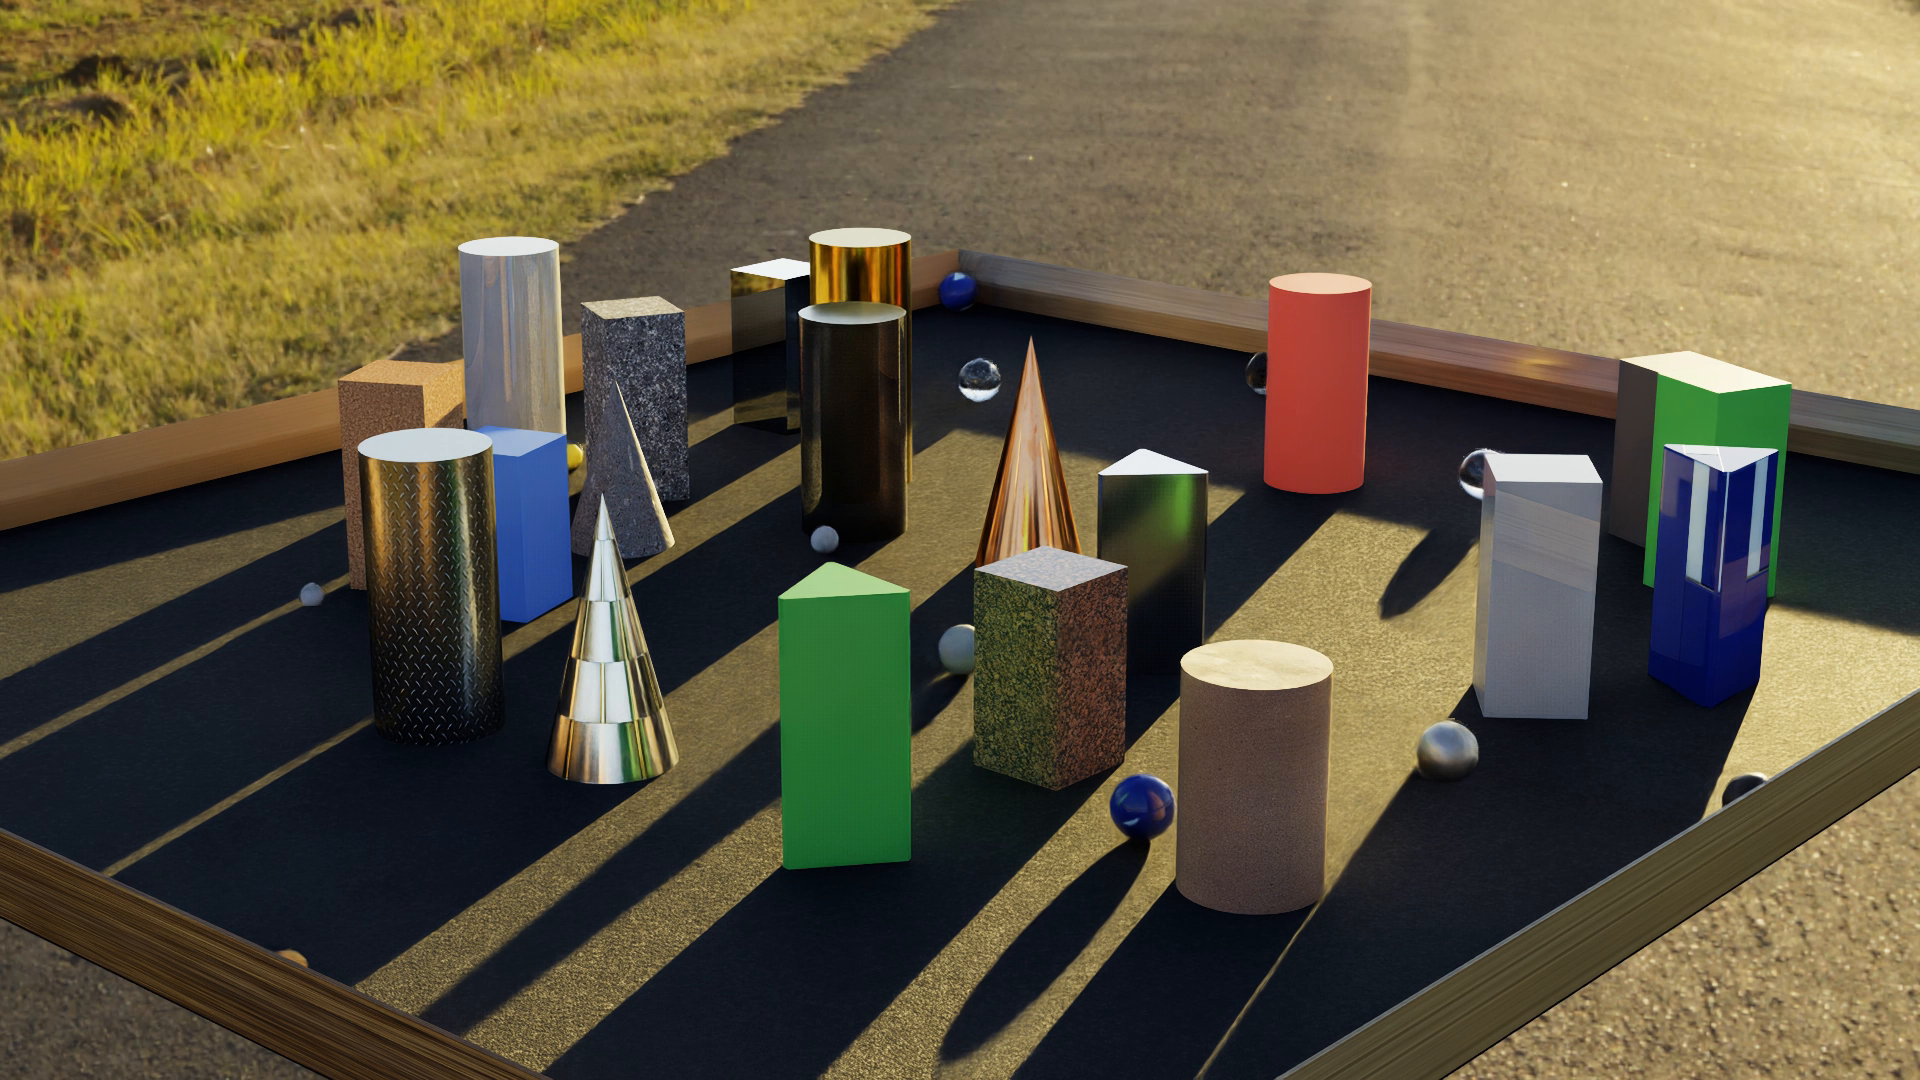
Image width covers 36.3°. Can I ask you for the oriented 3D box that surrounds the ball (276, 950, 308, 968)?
[{"bbox_3d":[-0.828,0.529,3.612,0.050,0.050,0.050,0,17,0],"label":"ball"}]

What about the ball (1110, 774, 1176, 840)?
[{"bbox_3d":[0.254,0.371,4.065,0.092,0.092,0.092,0,17,0],"label":"ball"}]

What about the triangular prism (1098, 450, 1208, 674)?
[{"bbox_3d":[0.302,0.034,4.757,0.172,0.337,0.149,-1,17,-4],"label":"triangular prism"}]

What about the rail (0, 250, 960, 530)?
[{"bbox_3d":[-1.206,-0.270,6.122,0.045,0.129,3.720,14,22,39],"label":"rail"}]

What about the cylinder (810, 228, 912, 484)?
[{"bbox_3d":[-0.195,-0.356,5.786,0.199,0.490,0.199,0,17,0],"label":"cylinder"}]

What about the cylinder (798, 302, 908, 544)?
[{"bbox_3d":[-0.198,-0.221,5.470,0.199,0.415,0.199,0,17,0],"label":"cylinder"}]

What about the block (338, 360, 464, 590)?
[{"bbox_3d":[-0.978,-0.112,5.171,0.159,0.378,0.159,4,17,14],"label":"block"}]

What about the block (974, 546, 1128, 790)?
[{"bbox_3d":[0.133,0.186,4.312,0.159,0.303,0.159,14,22,39],"label":"block"}]

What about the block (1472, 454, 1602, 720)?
[{"bbox_3d":[0.895,0.071,4.561,0.159,0.380,0.159,1,17,3],"label":"block"}]

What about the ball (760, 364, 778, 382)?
[{"bbox_3d":[-0.432,-0.377,6.633,0.043,0.043,0.043,0,17,0],"label":"ball"}]

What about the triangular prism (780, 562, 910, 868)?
[{"bbox_3d":[-0.165,0.236,4.005,0.172,0.385,0.149,-3,17,-10],"label":"triangular prism"}]

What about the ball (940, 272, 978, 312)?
[{"bbox_3d":[-0.003,-0.623,7.353,0.098,0.098,0.098,0,17,0],"label":"ball"}]

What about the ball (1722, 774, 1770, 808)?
[{"bbox_3d":[1.107,0.366,4.099,0.081,0.081,0.081,0,17,0],"label":"ball"}]

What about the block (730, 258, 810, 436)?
[{"bbox_3d":[-0.372,-0.412,6.242,0.159,0.336,0.159,14,22,38],"label":"block"}]

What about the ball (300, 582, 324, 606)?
[{"bbox_3d":[-1.121,0.095,5.069,0.041,0.041,0.041,0,17,0],"label":"ball"}]

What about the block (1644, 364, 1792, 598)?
[{"bbox_3d":[1.318,-0.095,5.109,0.159,0.383,0.159,-8,19,-25],"label":"block"}]

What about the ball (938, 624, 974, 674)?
[{"bbox_3d":[0.005,0.177,4.727,0.081,0.081,0.081,0,17,0],"label":"ball"}]

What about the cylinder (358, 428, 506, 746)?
[{"bbox_3d":[-0.800,0.070,4.453,0.199,0.444,0.199,0,17,0],"label":"cylinder"}]

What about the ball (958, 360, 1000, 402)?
[{"bbox_3d":[0.043,-0.351,6.458,0.094,0.094,0.094,0,17,0],"label":"ball"}]

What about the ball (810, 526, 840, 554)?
[{"bbox_3d":[-0.247,0.001,5.362,0.052,0.052,0.052,0,17,0],"label":"ball"}]

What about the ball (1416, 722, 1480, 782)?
[{"bbox_3d":[0.712,0.309,4.273,0.090,0.090,0.090,0,17,0],"label":"ball"}]

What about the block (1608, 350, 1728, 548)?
[{"bbox_3d":[1.322,-0.162,5.416,0.159,0.334,0.159,-8,18,-24],"label":"block"}]

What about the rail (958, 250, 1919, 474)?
[{"bbox_3d":[1.204,-0.368,6.447,3.242,0.129,0.045,14,22,39],"label":"rail"}]

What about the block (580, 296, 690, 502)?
[{"bbox_3d":[-0.632,-0.270,5.708,0.159,0.372,0.159,-7,18,-23],"label":"block"}]

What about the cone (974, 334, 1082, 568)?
[{"bbox_3d":[0.126,-0.161,5.253,0.199,0.424,0.199,0,17,0],"label":"cone"}]

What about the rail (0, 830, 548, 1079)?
[{"bbox_3d":[-1.204,0.432,3.792,3.242,0.129,0.045,14,22,39],"label":"rail"}]

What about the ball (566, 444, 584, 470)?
[{"bbox_3d":[-0.788,-0.169,5.924,0.053,0.053,0.053,0,17,0],"label":"ball"}]

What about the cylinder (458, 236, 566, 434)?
[{"bbox_3d":[-0.902,-0.373,5.919,0.199,0.447,0.199,0,17,0],"label":"cylinder"}]

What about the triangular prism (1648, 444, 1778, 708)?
[{"bbox_3d":[1.169,0.047,4.636,0.149,0.383,0.172,14,22,38],"label":"triangular prism"}]

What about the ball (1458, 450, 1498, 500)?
[{"bbox_3d":[1.021,-0.127,5.704,0.099,0.099,0.099,0,17,0],"label":"ball"}]

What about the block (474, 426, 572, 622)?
[{"bbox_3d":[-0.781,-0.029,5.043,0.159,0.293,0.159,7,18,21],"label":"block"}]

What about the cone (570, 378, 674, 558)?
[{"bbox_3d":[-0.629,-0.146,5.391,0.199,0.316,0.199,0,17,0],"label":"cone"}]

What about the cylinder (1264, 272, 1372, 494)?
[{"bbox_3d":[0.705,-0.311,5.794,0.199,0.400,0.199,0,17,0],"label":"cylinder"}]

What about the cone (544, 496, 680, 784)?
[{"bbox_3d":[-0.519,0.129,4.310,0.199,0.413,0.199,0,17,0],"label":"cone"}]

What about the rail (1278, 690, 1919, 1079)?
[{"bbox_3d":[1.206,0.334,4.117,0.045,0.129,3.720,14,22,39],"label":"rail"}]

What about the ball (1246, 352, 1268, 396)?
[{"bbox_3d":[0.681,-0.369,6.516,0.096,0.096,0.096,0,17,0],"label":"ball"}]

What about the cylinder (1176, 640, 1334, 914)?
[{"bbox_3d":[0.388,0.312,3.880,0.199,0.311,0.199,0,17,0],"label":"cylinder"}]
